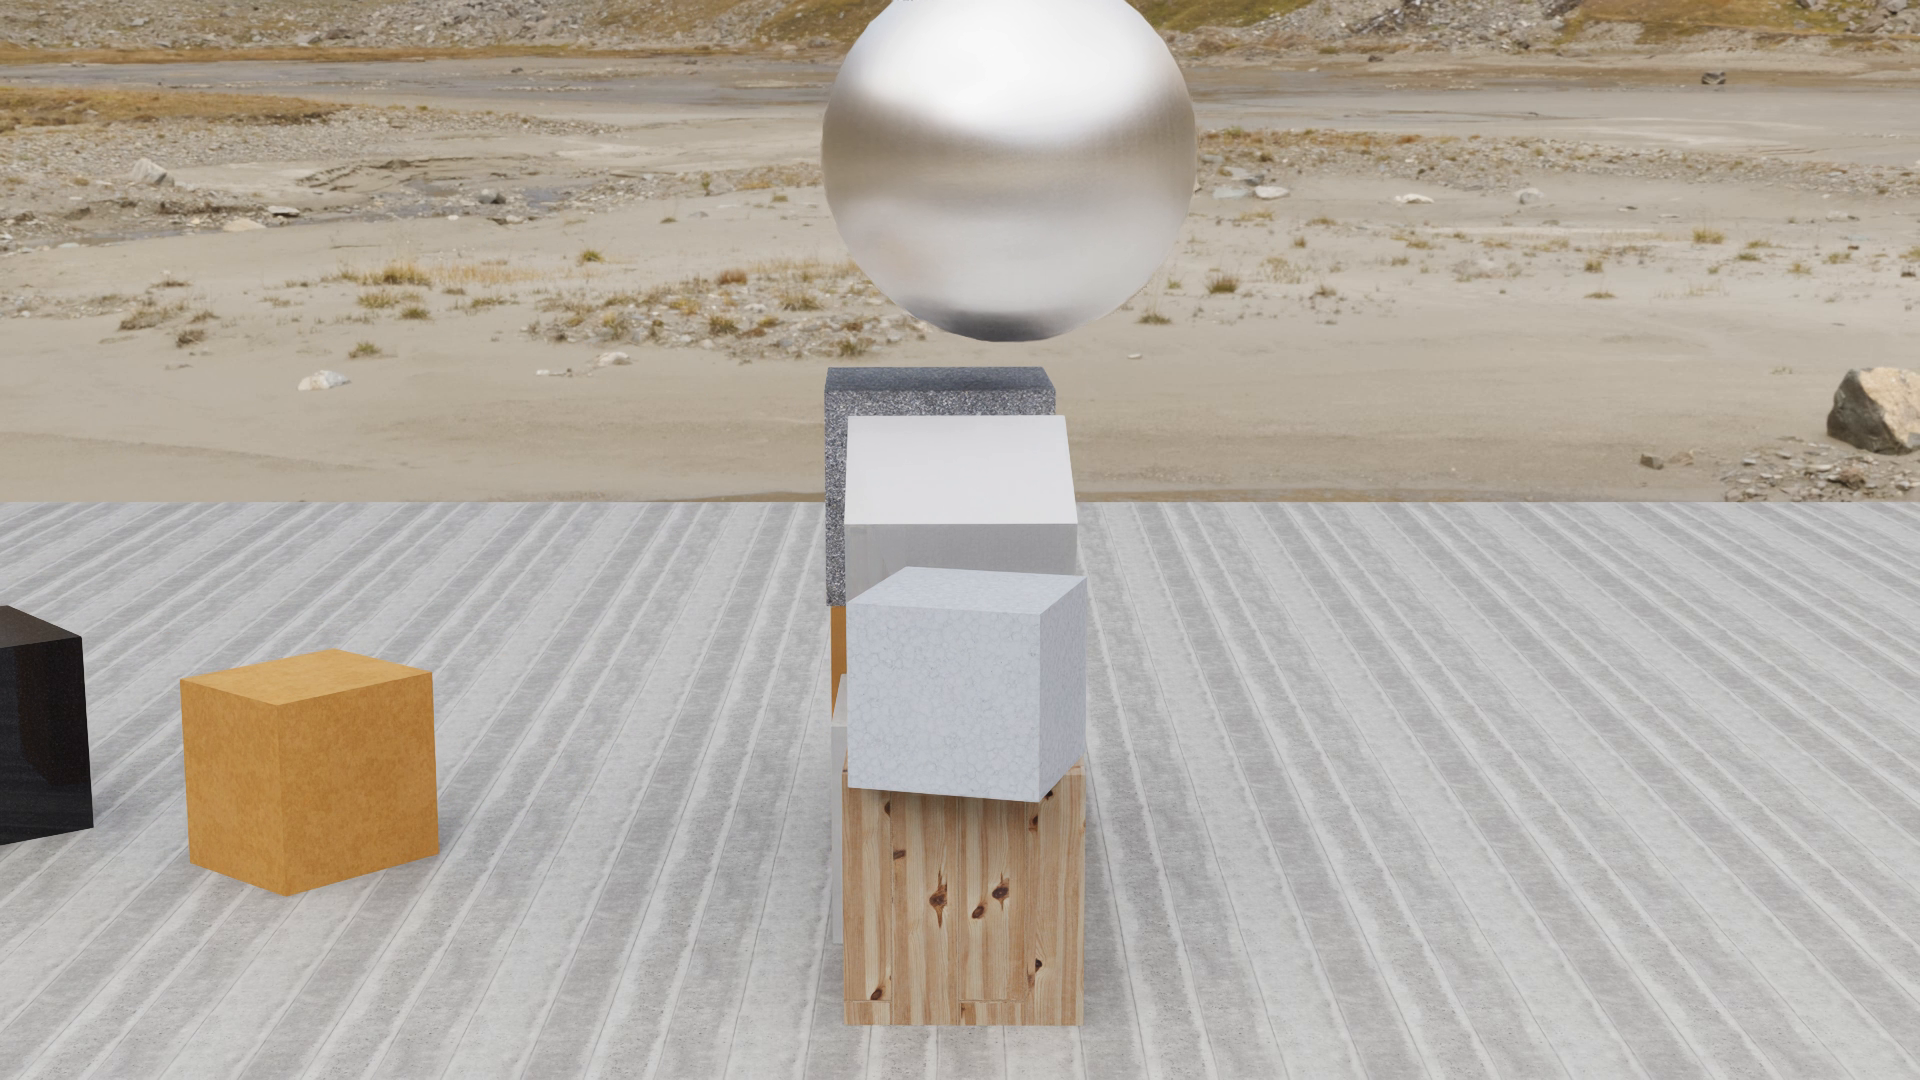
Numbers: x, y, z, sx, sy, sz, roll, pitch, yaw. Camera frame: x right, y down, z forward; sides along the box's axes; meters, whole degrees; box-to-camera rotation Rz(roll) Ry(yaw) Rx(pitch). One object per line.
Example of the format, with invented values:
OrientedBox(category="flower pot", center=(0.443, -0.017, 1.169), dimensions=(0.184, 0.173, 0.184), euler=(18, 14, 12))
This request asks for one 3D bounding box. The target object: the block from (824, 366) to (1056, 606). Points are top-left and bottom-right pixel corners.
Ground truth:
OrientedBox(category="block", center=(-0.100, -0.260, 11.604), dimensions=(0.999, 0.948, 0.906), euler=(0, 10, -2))

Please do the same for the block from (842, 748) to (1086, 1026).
OrientedBox(category="block", center=(0.017, 1.258, 9.944), dimensions=(0.895, 0.968, 0.899), euler=(0, 10, 0))

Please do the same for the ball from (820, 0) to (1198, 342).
OrientedBox(category="ball", center=(0.208, -1.639, 10.882), dimensions=(1.600, 1.600, 1.600), euler=(0, 10, 0))

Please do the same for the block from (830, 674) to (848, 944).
OrientedBox(category="block", center=(-0.015, 1.118, 10.862), dimensions=(1.010, 0.914, 0.924), euler=(0, 10, 0))

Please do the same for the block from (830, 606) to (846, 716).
OrientedBox(category="block", center=(-0.016, 0.793, 11.835), dimensions=(1.104, 1.206, 1.086), euler=(0, 10, 0))

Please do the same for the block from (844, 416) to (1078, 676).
OrientedBox(category="block", center=(-0.008, 0.104, 10.604), dimensions=(0.909, 0.917, 0.914), euler=(0, 30, -1))

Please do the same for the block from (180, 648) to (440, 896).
OrientedBox(category="block", center=(-2.922, 1.025, 11.552), dimensions=(0.738, 0.851, 0.821), euler=(9, 14, 40))

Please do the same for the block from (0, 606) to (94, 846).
OrientedBox(category="block", center=(-4.763, 0.896, 12.059), dimensions=(0.980, 0.923, 0.939), euler=(-9, 13, -39))

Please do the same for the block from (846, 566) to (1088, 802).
OrientedBox(category="block", center=(0.036, 0.514, 9.432), dimensions=(0.711, 0.679, 0.714), euler=(3, 11, 16))
